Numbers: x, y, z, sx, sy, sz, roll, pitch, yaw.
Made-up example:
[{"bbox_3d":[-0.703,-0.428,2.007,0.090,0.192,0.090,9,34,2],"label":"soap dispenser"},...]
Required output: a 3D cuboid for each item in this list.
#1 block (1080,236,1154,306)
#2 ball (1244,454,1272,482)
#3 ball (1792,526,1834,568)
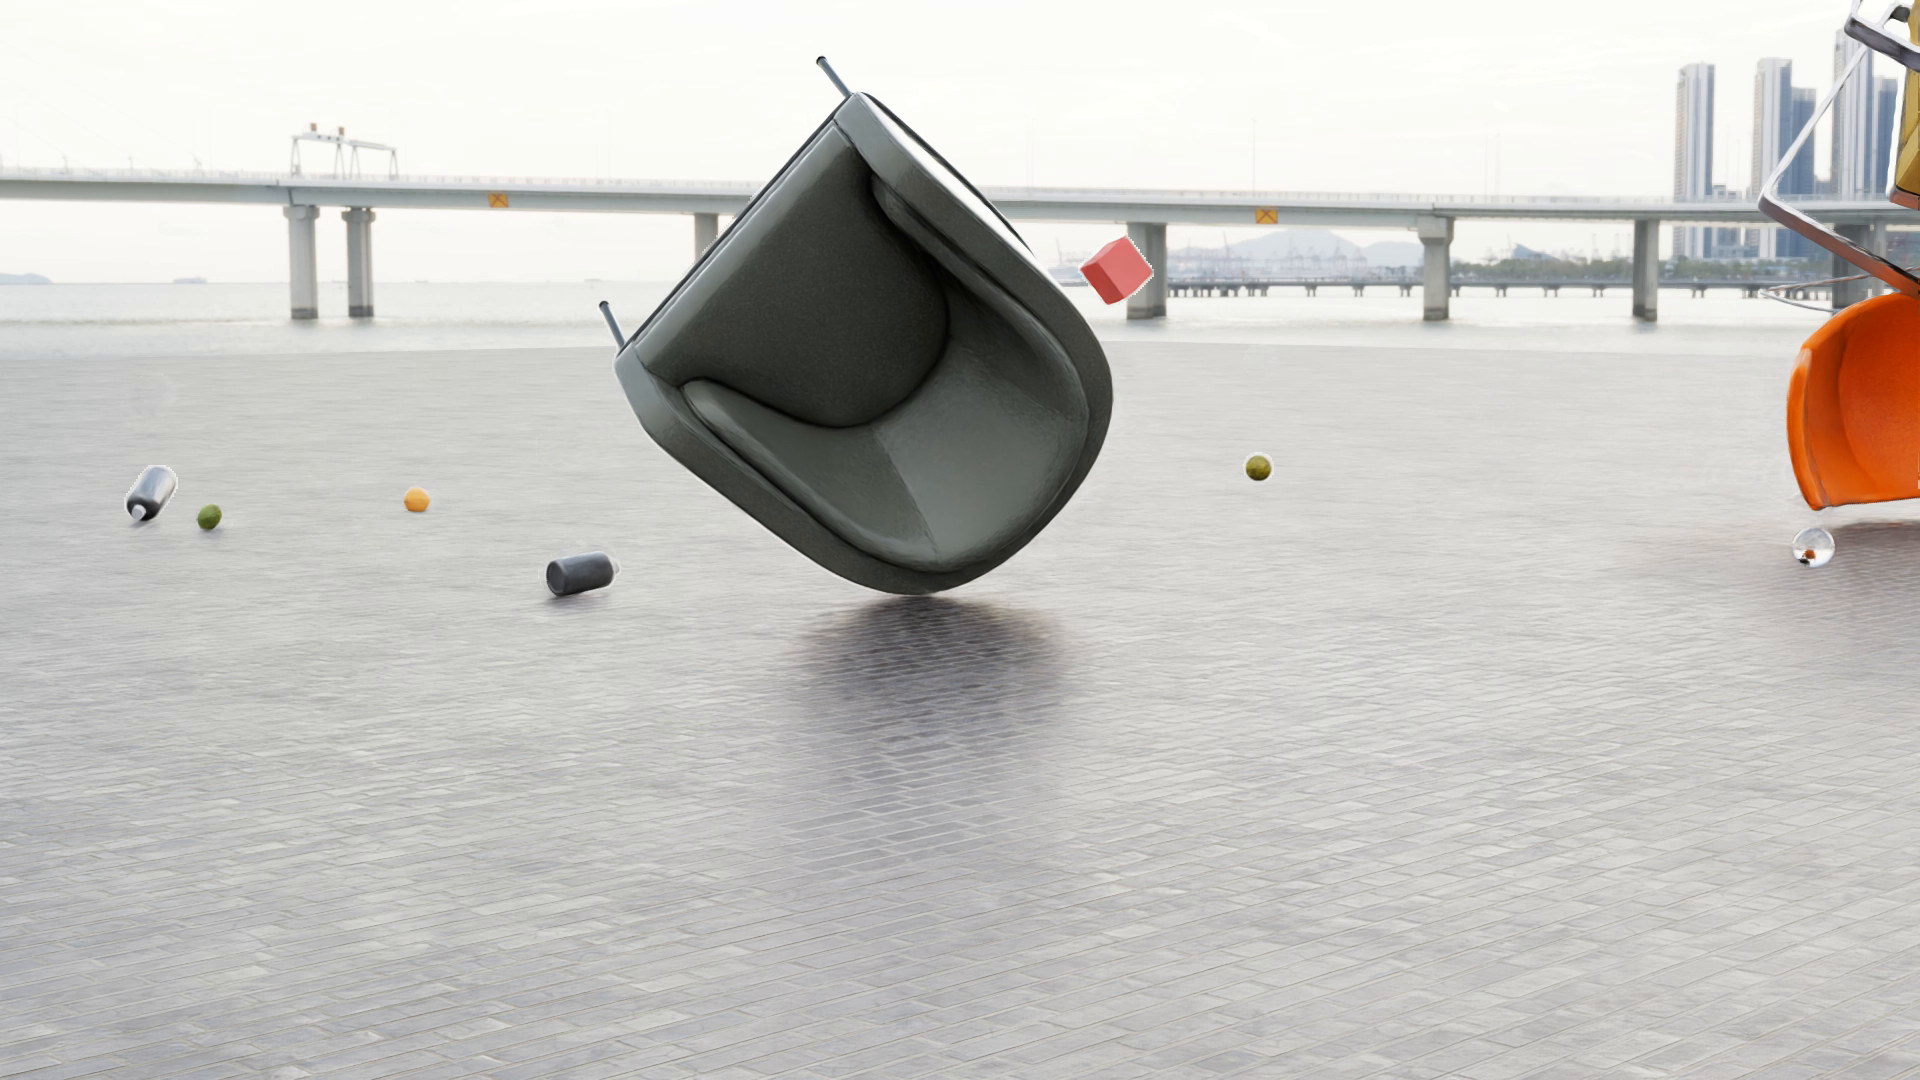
[{"bbox_3d":[0.490,-0.844,8.044,0.137,0.148,0.115,-44,13,-24],"label":"block"},{"bbox_3d":[0.944,-0.229,8.108,0.086,0.086,0.086,0,6,0],"label":"ball"},{"bbox_3d":[1.933,0.016,5.810,0.092,0.092,0.092,0,6,0],"label":"ball"}]
